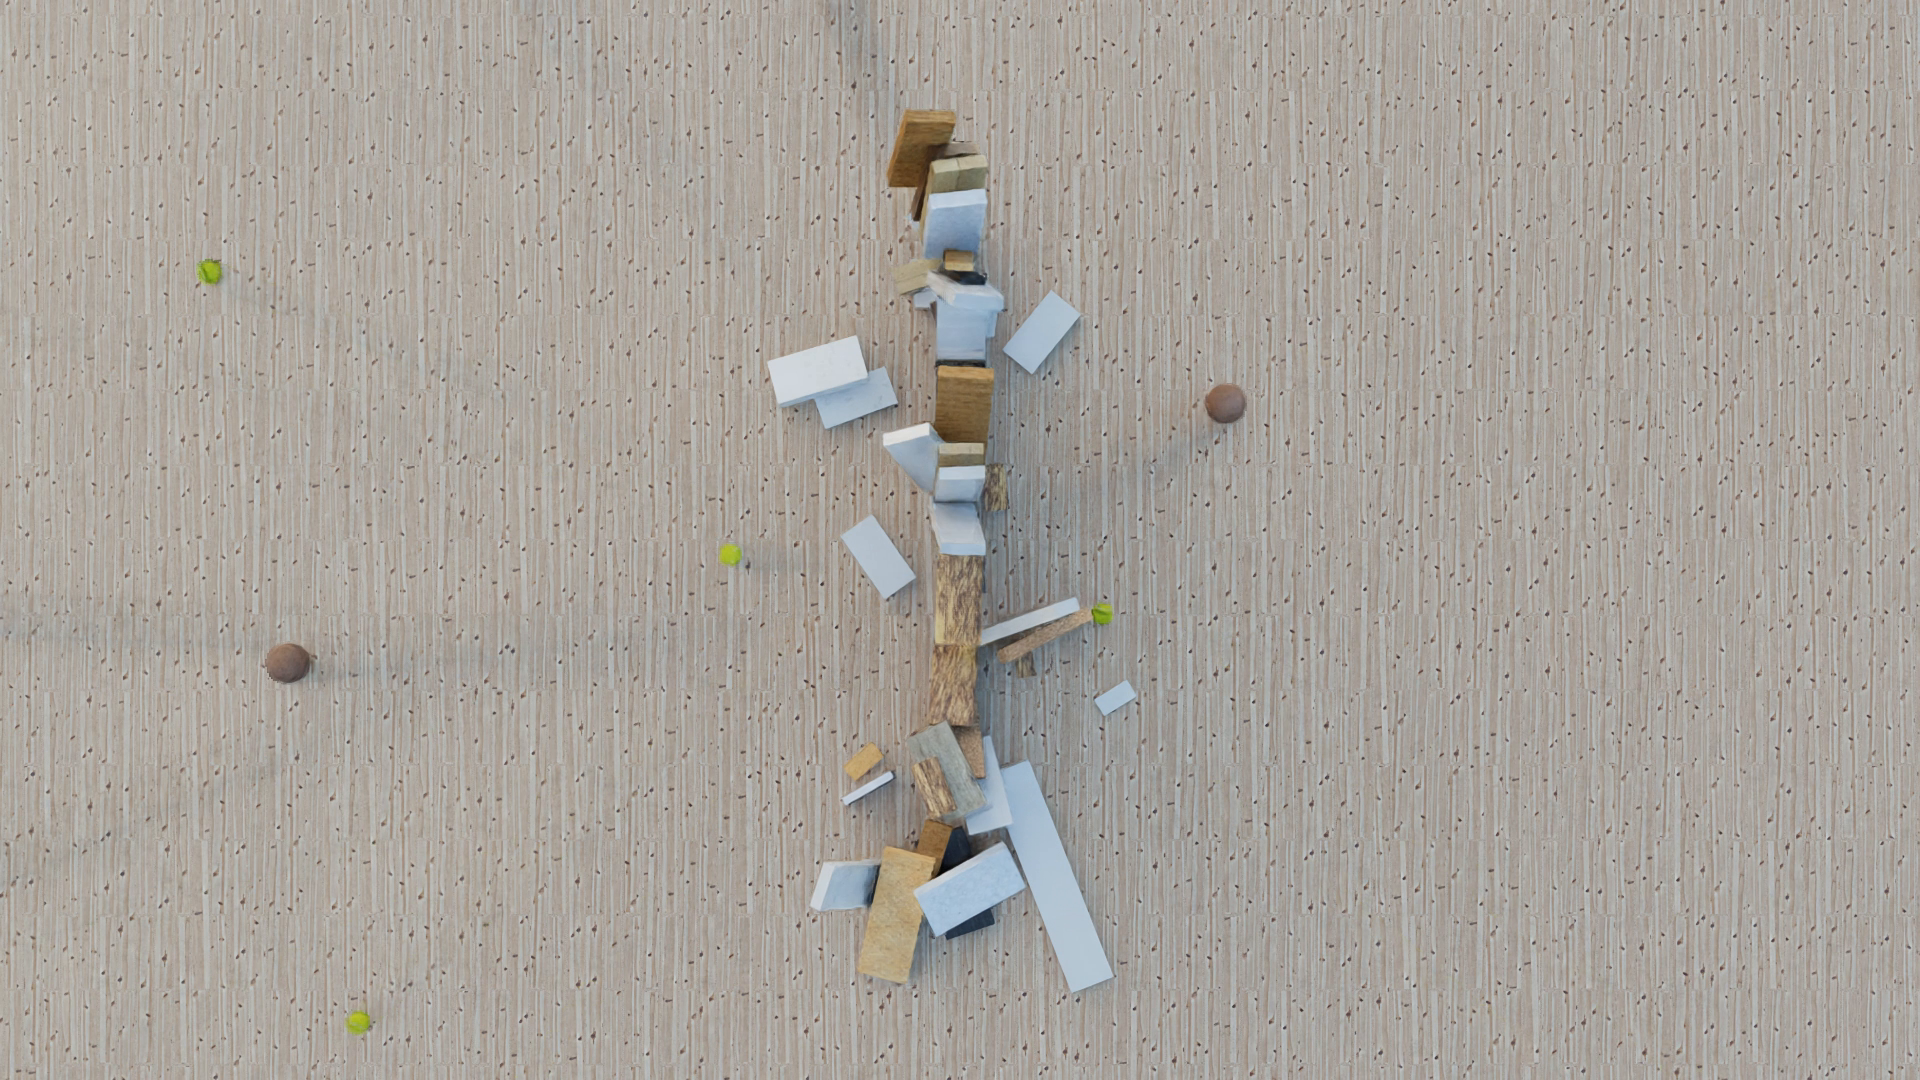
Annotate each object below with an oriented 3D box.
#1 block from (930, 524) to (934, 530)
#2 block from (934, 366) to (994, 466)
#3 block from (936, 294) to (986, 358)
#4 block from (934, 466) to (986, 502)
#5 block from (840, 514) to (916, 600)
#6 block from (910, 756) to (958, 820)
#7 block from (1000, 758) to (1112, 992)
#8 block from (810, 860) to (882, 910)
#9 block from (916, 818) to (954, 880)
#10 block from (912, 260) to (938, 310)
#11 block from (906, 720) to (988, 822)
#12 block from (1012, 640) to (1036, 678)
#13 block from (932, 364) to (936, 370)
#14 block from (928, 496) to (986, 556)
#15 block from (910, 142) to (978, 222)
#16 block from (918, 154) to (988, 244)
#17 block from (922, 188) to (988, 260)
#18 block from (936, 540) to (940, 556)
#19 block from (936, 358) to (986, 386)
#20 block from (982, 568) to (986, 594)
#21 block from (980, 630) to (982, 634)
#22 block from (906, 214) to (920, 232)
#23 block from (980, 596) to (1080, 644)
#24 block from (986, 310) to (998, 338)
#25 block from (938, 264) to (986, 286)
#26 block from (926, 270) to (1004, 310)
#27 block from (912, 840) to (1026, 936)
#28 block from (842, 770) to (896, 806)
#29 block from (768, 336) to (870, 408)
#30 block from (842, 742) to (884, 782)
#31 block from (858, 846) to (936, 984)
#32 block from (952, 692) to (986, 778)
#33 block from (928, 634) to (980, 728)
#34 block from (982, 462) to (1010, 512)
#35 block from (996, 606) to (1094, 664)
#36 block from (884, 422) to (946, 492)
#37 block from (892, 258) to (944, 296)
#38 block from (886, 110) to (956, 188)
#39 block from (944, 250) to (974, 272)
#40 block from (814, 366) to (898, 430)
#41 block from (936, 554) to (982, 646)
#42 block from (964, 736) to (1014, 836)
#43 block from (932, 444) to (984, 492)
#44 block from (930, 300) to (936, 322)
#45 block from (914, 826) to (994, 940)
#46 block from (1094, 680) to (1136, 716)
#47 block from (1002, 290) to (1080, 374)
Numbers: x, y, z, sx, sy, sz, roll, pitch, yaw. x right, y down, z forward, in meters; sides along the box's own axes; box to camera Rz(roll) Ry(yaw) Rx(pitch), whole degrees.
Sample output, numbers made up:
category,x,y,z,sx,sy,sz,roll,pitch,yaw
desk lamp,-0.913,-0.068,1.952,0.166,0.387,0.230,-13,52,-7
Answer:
category,x,y,z,sx,sy,sz,roll,pitch,yaw
block,-0.033,-0.096,5.451,0.078,0.022,0.156,14,68,16
block,0.006,-0.389,5.302,0.175,0.391,0.049,3,46,-2
block,0.004,-0.642,5.410,0.161,0.046,0.322,0,104,-3
block,-0.001,-0.176,5.231,0.141,0.283,0.040,-2,77,-4
block,-0.270,0.056,5.482,0.128,0.036,0.256,-35,90,0
block,-0.084,0.802,5.337,0.091,0.026,0.183,-22,88,6
block,0.298,1.113,5.479,0.148,0.042,0.771,-21,90,0
block,-0.357,1.120,5.362,0.042,0.297,0.149,20,93,34
block,-0.095,1.019,5.436,0.091,0.026,0.183,18,92,3
block,-0.114,-0.851,5.474,0.081,0.023,0.163,-5,83,8
block,-0.042,0.751,5.365,0.149,0.042,0.299,-27,88,6
block,0.213,0.393,5.491,0.063,0.018,0.127,-10,90,0
block,-0.024,-0.612,5.470,0.070,0.020,0.140,32,96,-6
block,-0.011,-0.049,5.293,0.141,0.298,0.040,2,121,-11
block,-0.053,-1.146,5.294,0.154,0.309,0.044,-8,62,-19
block,-0.026,-1.092,5.310,0.175,0.349,0.049,-10,63,-15
block,-0.020,-1.006,5.275,0.175,0.349,0.049,-8,74,-7
block,-0.038,-0.013,5.437,0.078,0.022,0.156,-3,49,5
block,0.001,-0.434,5.417,0.161,0.046,0.322,0,112,0
block,0.002,0.089,5.367,0.143,0.285,0.040,-8,121,0
block,-0.004,0.235,5.359,0.143,0.285,0.040,0,109,0
block,-0.102,-1.088,5.490,0.140,0.020,0.070,-35,90,0
block,0.216,0.264,5.351,0.315,0.158,0.045,-22,86,31
block,0.089,-0.748,5.490,0.070,0.020,0.139,9,90,0
block,0.006,-0.858,5.329,0.090,0.179,0.025,-1,112,-26
block,0.014,-0.802,5.282,0.161,0.322,0.046,2,111,-18
block,0.032,1.141,5.394,0.336,0.048,0.168,-27,112,-8
block,-0.299,0.819,5.453,0.183,0.091,0.026,-30,82,0
block,-0.468,-0.557,5.457,0.309,0.044,0.154,-16,75,1
block,-0.321,0.737,5.491,0.127,0.018,0.063,-41,90,0
block,-0.209,1.237,5.433,0.168,0.048,0.431,13,100,4
block,-0.004,0.641,5.437,0.149,0.042,0.299,-8,77,6
block,-0.018,0.462,5.435,0.149,0.042,0.299,2,78,9
block,0.116,-0.176,5.489,0.078,0.022,0.156,-8,90,0
block,0.275,0.311,5.397,0.315,0.157,0.045,-26,87,-9
block,-0.108,-0.263,5.323,0.157,0.315,0.045,-13,59,19
block,-0.128,-0.879,5.452,0.179,0.025,0.090,-18,83,4
block,-0.125,-1.232,5.210,0.154,0.309,0.044,-2,62,-16
block,-0.004,-0.898,5.293,0.090,0.179,0.025,3,112,-3
block,-0.348,-0.471,5.482,0.256,0.036,0.128,-20,90,0
block,-0.003,0.187,5.206,0.143,0.040,0.285,1,83,0
block,0.069,0.809,5.434,0.149,0.042,0.297,-17,75,7
block,-0.006,-0.217,5.325,0.141,0.283,0.040,0,60,-6
block,-0.039,-0.712,5.425,0.081,0.023,0.163,-14,105,1
block,-0.018,1.137,5.476,0.168,0.048,0.336,-19,90,0
block,0.517,0.525,5.491,0.127,0.018,0.063,-31,90,0
block,0.270,-0.689,5.482,0.128,0.036,0.256,39,90,0
